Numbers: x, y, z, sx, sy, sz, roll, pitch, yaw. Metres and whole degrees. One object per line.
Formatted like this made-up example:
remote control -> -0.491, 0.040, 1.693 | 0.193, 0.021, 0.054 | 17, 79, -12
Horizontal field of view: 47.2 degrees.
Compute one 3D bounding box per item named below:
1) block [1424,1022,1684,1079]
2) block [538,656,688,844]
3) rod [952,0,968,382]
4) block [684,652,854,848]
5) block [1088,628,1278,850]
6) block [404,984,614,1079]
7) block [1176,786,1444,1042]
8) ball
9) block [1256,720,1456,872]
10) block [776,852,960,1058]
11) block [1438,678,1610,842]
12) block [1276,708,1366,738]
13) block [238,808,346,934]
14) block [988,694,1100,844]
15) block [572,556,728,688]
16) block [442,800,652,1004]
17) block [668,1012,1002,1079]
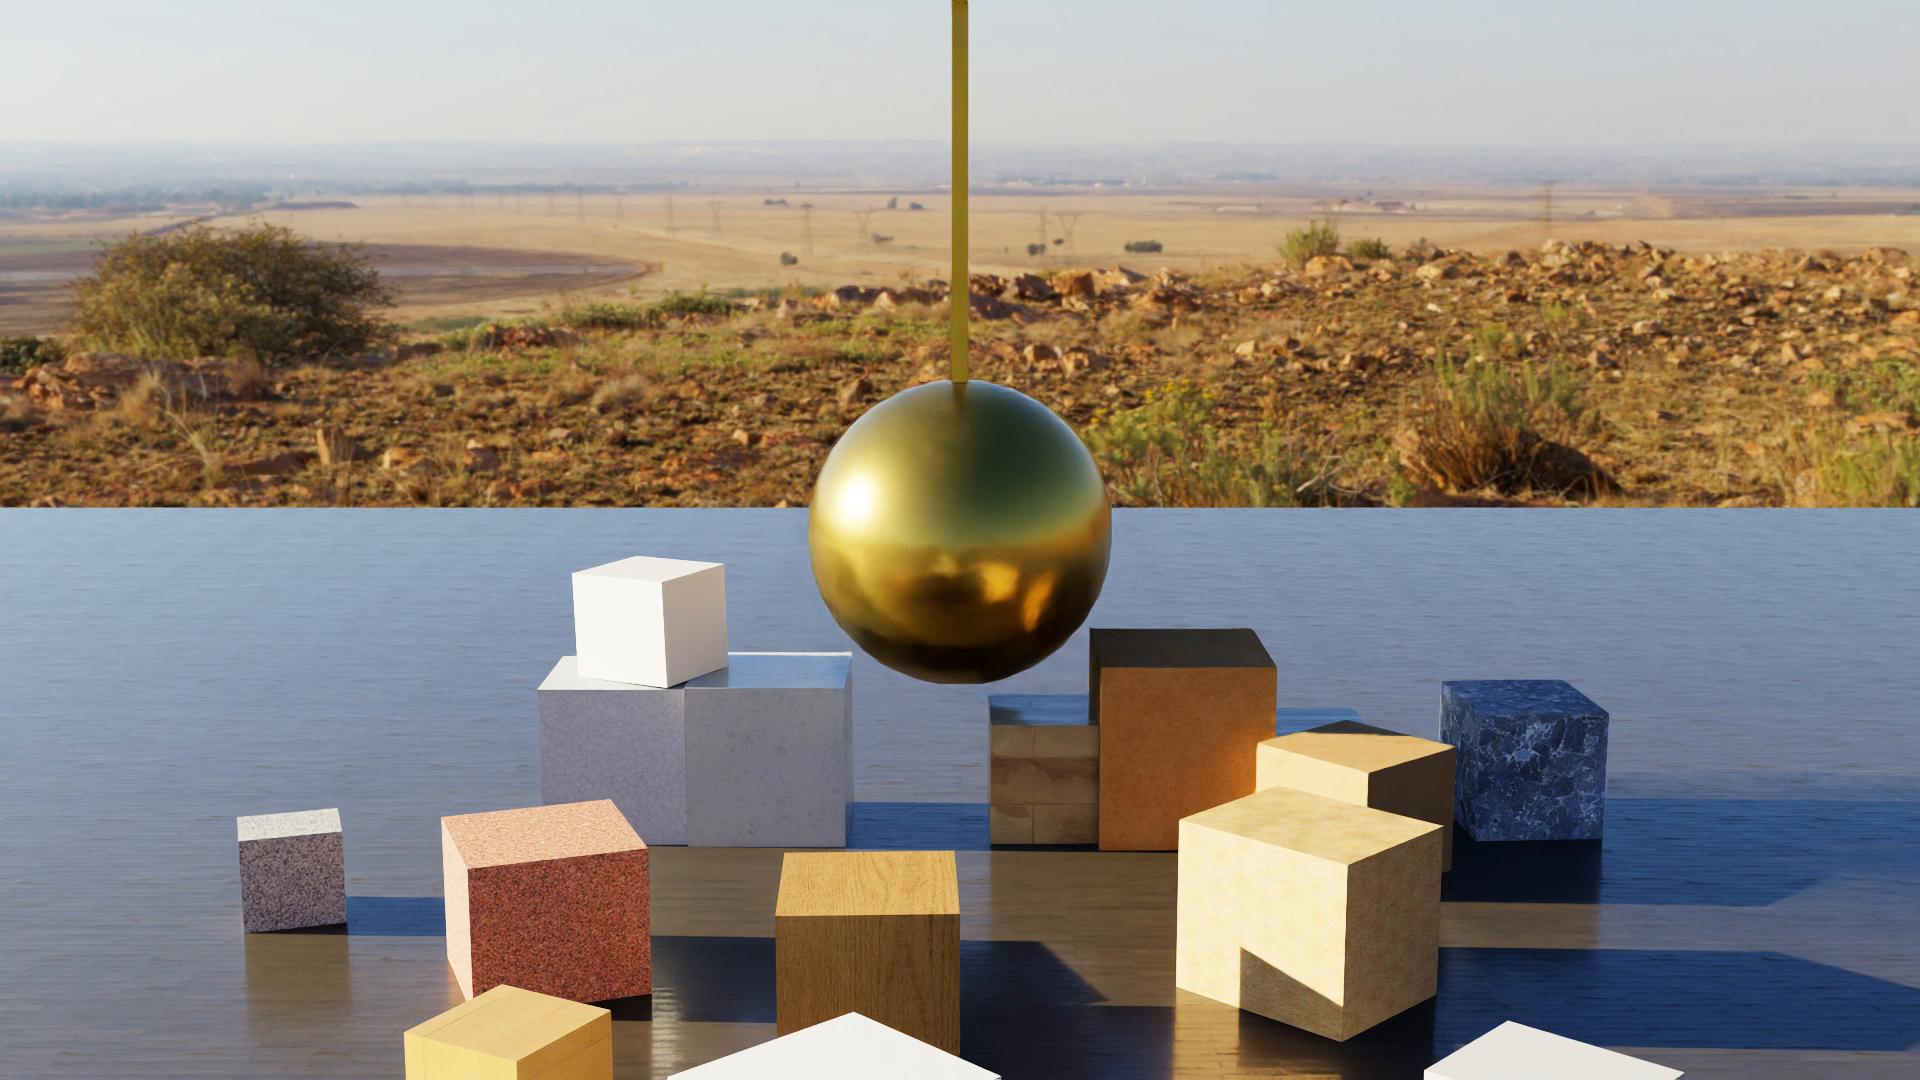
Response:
block -> 1.934, 1.984, 7.203 | 0.634, 0.518, 0.554 | 9, 14, 42
block -> -1.740, 1.078, 11.383 | 0.729, 0.807, 0.716 | 0, 10, 0
rod -> 0.000, -3.345, 10.722 | 0.080, 5.200, 0.080 | 0, 14, 0
block -> -0.971, 1.071, 11.374 | 0.794, 0.823, 0.773 | 0, 10, 0
block -> 1.128, 1.013, 11.367 | 0.867, 0.940, 0.881 | 0, 10, 0
block -> -1.577, 1.913, 7.727 | 0.500, 0.471, 0.505 | 6, 12, 29
block -> 1.447, 1.526, 9.135 | 0.831, 0.730, 0.687 | 10, 14, 43
ball -> 0.000, -0.040, 11.519 | 1.600, 1.600, 1.600 | 0, 10, 0
block -> 1.919, 1.297, 10.699 | 0.672, 0.620, 0.677 | -9, 14, -40
block -> -0.356, 1.655, 8.633 | 0.689, 0.654, 0.739 | 0, 10, -2
block -> 2.921, 1.137, 11.474 | 0.656, 0.658, 0.721 | -1, 10, -4
block -> 1.838, 1.206, 11.483 | 0.538, 0.520, 0.612 | 0, 10, -2
block -> -3.059, 1.508, 10.066 | 0.446, 0.431, 0.369 | -3, 11, -18
block -> 0.423, 1.175, 11.377 | 0.543, 0.618, 0.634 | 0, 10, 0
block -> -1.579, 0.409, 11.250 | 0.572, 0.535, 0.512 | 5, 12, 31
block -> -1.759, 1.542, 9.318 | 0.734, 0.632, 0.733 | -4, 11, -21
block -> -0.377, 1.973, 6.684 | 0.735, 0.727, 0.684 | -10, 14, -42
